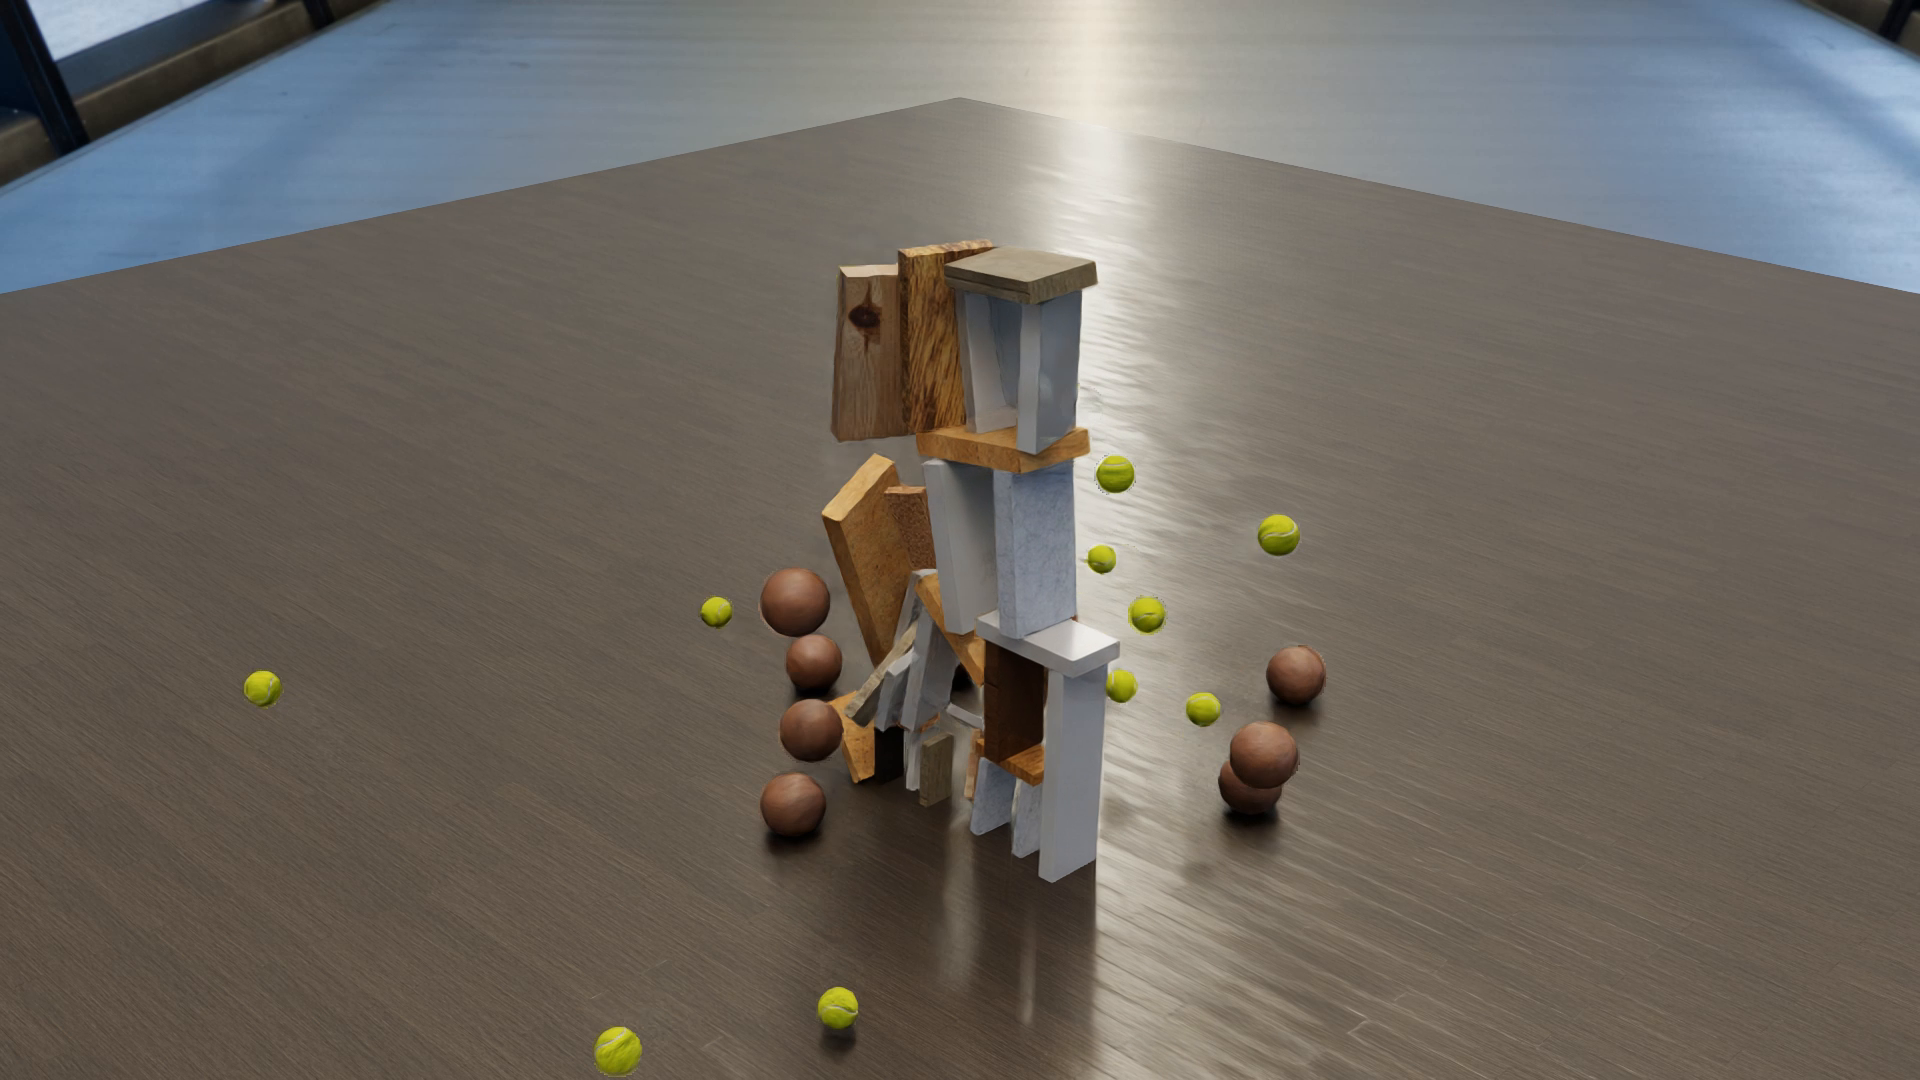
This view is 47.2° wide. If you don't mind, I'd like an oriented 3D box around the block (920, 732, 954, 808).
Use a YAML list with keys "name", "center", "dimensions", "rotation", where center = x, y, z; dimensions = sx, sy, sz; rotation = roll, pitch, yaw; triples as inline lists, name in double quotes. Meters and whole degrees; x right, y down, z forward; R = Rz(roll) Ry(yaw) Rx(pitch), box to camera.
- name: "block"
  center: [-0.048, 0.467, 4.477]
  dimensions: [0.072, 0.143, 0.020]
  rotation: [-21, 33, -41]

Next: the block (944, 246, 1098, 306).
- name: "block"
  center: [0.105, -0.470, 3.884]
  dimensions: [0.141, 0.040, 0.283]
  rotation: [-20, 22, -26]

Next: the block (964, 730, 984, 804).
- name: "block"
  center: [0.041, 0.464, 4.470]
  dimensions: [0.020, 0.143, 0.072]
  rotation: [-4, -23, 28]

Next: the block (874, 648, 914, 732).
- name: "block"
  center: [-0.124, 0.302, 4.441]
  dimensions: [0.025, 0.176, 0.088]
  rotation: [36, 49, 21]

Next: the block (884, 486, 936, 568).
- name: "block"
  center: [-0.078, -0.024, 4.236]
  dimensions: [0.087, 0.174, 0.025]
  rotation: [2, 35, 36]

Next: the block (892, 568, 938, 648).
- name: "block"
  center: [-0.085, 0.143, 4.467]
  dimensions: [0.025, 0.174, 0.087]
  rotation: [25, 20, 29]

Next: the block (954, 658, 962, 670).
- name: "block"
  center: [-0.122, 0.331, 4.691]
  dimensions: [0.322, 0.088, 0.025]
  rotation: [-47, 14, -24]

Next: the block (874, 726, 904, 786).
- name: "block"
  center: [-0.147, 0.439, 4.561]
  dimensions: [0.064, 0.128, 0.018]
  rotation: [-21, 31, -40]

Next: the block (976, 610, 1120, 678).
- name: "block"
  center: [0.163, 0.183, 4.121]
  dimensions: [0.126, 0.036, 0.252]
  rotation: [-21, 31, -40]

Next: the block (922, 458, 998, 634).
- name: "block"
  center: [0.024, -0.004, 4.214]
  dimensions: [0.161, 0.337, 0.046]
  rotation: [-22, 21, -41]

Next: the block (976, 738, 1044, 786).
- name: "block"
  center: [0.120, 0.422, 4.281]
  dimensions: [0.088, 0.025, 0.176]
  rotation: [-17, 28, -35]

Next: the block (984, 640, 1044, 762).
- name: "block"
  center: [0.105, 0.291, 4.234]
  dimensions: [0.126, 0.252, 0.036]
  rotation: [-21, 31, -40]

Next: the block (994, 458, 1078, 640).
- name: "block"
  center: [0.141, 0.008, 4.074]
  dimensions: [0.161, 0.322, 0.046]
  rotation: [-21, 27, -40]

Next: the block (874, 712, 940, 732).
- name: "block"
  center: [-0.110, 0.364, 4.529]
  dimensions: [0.128, 0.018, 0.064]
  rotation: [9, 28, 37]

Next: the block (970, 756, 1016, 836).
- name: "block"
  center: [0.070, 0.496, 4.364]
  dimensions: [0.088, 0.175, 0.025]
  rotation: [-19, 39, -38]

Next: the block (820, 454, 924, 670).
- name: "block"
  center: [-0.149, 0.067, 4.384]
  dimensions: [0.048, 0.526, 0.171]
  rotation: [24, 59, 29]

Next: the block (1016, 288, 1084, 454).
- name: "block"
  center: [0.159, -0.308, 3.893]
  dimensions: [0.040, 0.283, 0.141]
  rotation: [18, 31, 28]

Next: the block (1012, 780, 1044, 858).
- name: "block"
  center: [0.150, 0.529, 4.286]
  dimensions: [0.088, 0.175, 0.025]
  rotation: [-21, 39, -40]

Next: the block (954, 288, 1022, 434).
- name: "block"
  center: [0.072, -0.349, 4.066]
  dimensions: [0.141, 0.283, 0.040]
  rotation: [-14, 19, -25]

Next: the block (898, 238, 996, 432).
- name: "block"
  center: [-0.022, -0.380, 4.096]
  dimensions: [0.171, 0.342, 0.048]
  rotation: [-10, 26, -18]

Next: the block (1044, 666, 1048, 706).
- name: "block"
  center: [0.129, 0.268, 4.442]
  dimensions: [0.120, 0.239, 0.034]
  rotation: [-21, 52, -25]

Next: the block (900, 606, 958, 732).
- name: "block"
  center: [-0.051, 0.237, 4.411]
  dimensions: [0.034, 0.294, 0.120]
  rotation: [29, 38, 24]

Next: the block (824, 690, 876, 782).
- name: "block"
  center: [-0.212, 0.408, 4.591]
  dimensions: [0.088, 0.176, 0.025]
  rotation: [-19, -4, -38]

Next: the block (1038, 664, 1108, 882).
- name: "block"
  center: [0.215, 0.429, 4.169]
  dimensions: [0.126, 0.452, 0.036]
  rotation: [-21, 33, -41]

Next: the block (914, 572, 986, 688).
- name: "block"
  center: [0.022, 0.164, 4.289]
  dimensions: [0.120, 0.034, 0.239]
  rotation: [-19, 68, -41]

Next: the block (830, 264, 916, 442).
- name: "block"
  center: [-0.150, -0.358, 4.204]
  dimensions: [0.171, 0.342, 0.048]
  rotation: [-6, 31, -20]

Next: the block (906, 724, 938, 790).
- name: "block"
  center: [-0.078, 0.447, 4.526]
  dimensions: [0.018, 0.128, 0.064]
  rotation: [12, 10, 39]

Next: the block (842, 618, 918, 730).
- name: "block"
  center: [-0.122, 0.247, 4.434]
  dimensions: [0.025, 0.300, 0.087]
  rotation: [36, -7, 23]

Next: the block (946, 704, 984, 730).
- name: "block"
  center: [0.043, 0.382, 4.521]
  dimensions: [0.143, 0.020, 0.072]
  rotation: [25, -10, 15]

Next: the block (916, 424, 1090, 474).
- name: "block"
  center: [0.077, -0.183, 4.091]
  dimensions: [0.161, 0.046, 0.322]
  rotation: [-18, 18, -33]
